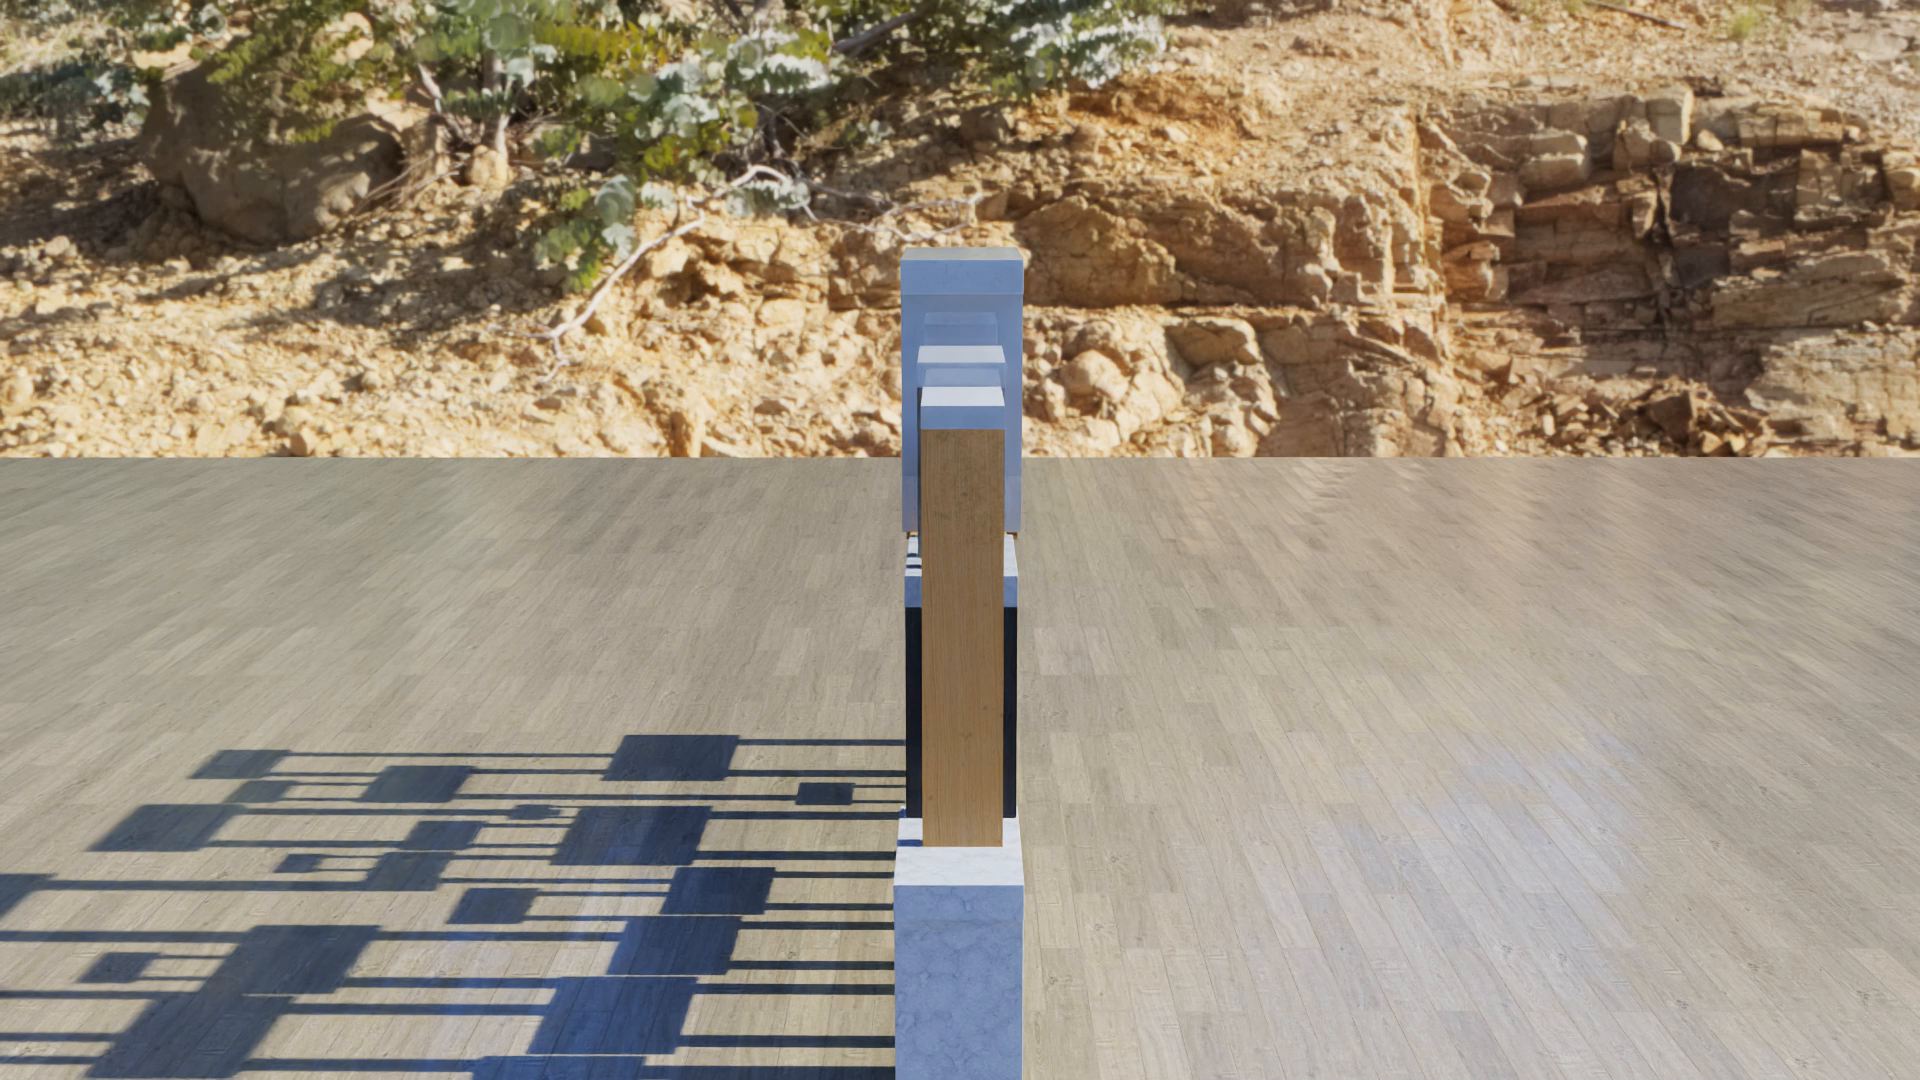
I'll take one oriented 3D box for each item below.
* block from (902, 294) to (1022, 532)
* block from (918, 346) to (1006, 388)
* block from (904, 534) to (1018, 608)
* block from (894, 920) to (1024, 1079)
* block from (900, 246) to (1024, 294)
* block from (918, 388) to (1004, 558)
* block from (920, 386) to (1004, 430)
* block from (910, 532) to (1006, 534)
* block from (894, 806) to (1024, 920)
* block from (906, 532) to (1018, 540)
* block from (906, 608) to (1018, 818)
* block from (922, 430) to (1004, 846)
[{"bbox_3d":[0.003,-0.193,3.306,0.180,0.359,0.051,0,11,0],"label":"block"},{"bbox_3d":[0.001,-0.236,2.977,0.115,0.033,0.230,0,10,0],"label":"block"},{"bbox_3d":[0.002,0.039,2.959,0.145,0.041,0.291,0,11,0],"label":"block"},{"bbox_3d":[-0.001,0.604,2.732,0.157,0.315,0.045,0,11,0],"label":"block"},{"bbox_3d":[0.003,-0.416,3.386,0.180,0.051,0.359,0,11,0],"label":"block"},{"bbox_3d":[0.001,-0.093,2.926,0.115,0.230,0.033,0,11,0],"label":"block"},{"bbox_3d":[0.003,-0.167,2.764,0.102,0.029,0.203,0,11,0],"label":"block"},{"bbox_3d":[-0.002,0.020,3.256,0.145,0.041,0.290,0,11,0],"label":"block"},{"bbox_3d":[-0.001,0.408,2.802,0.158,0.045,0.315,0,11,0],"label":"block"},{"bbox_3d":[0.003,-0.209,3.546,0.180,0.415,0.051,0,11,0],"label":"block"},{"bbox_3d":[0.002,0.220,2.894,0.145,0.291,0.041,0,11,0],"label":"block"},{"bbox_3d":[0.003,0.123,2.749,0.102,0.535,0.029,0,11,0],"label":"block"}]
